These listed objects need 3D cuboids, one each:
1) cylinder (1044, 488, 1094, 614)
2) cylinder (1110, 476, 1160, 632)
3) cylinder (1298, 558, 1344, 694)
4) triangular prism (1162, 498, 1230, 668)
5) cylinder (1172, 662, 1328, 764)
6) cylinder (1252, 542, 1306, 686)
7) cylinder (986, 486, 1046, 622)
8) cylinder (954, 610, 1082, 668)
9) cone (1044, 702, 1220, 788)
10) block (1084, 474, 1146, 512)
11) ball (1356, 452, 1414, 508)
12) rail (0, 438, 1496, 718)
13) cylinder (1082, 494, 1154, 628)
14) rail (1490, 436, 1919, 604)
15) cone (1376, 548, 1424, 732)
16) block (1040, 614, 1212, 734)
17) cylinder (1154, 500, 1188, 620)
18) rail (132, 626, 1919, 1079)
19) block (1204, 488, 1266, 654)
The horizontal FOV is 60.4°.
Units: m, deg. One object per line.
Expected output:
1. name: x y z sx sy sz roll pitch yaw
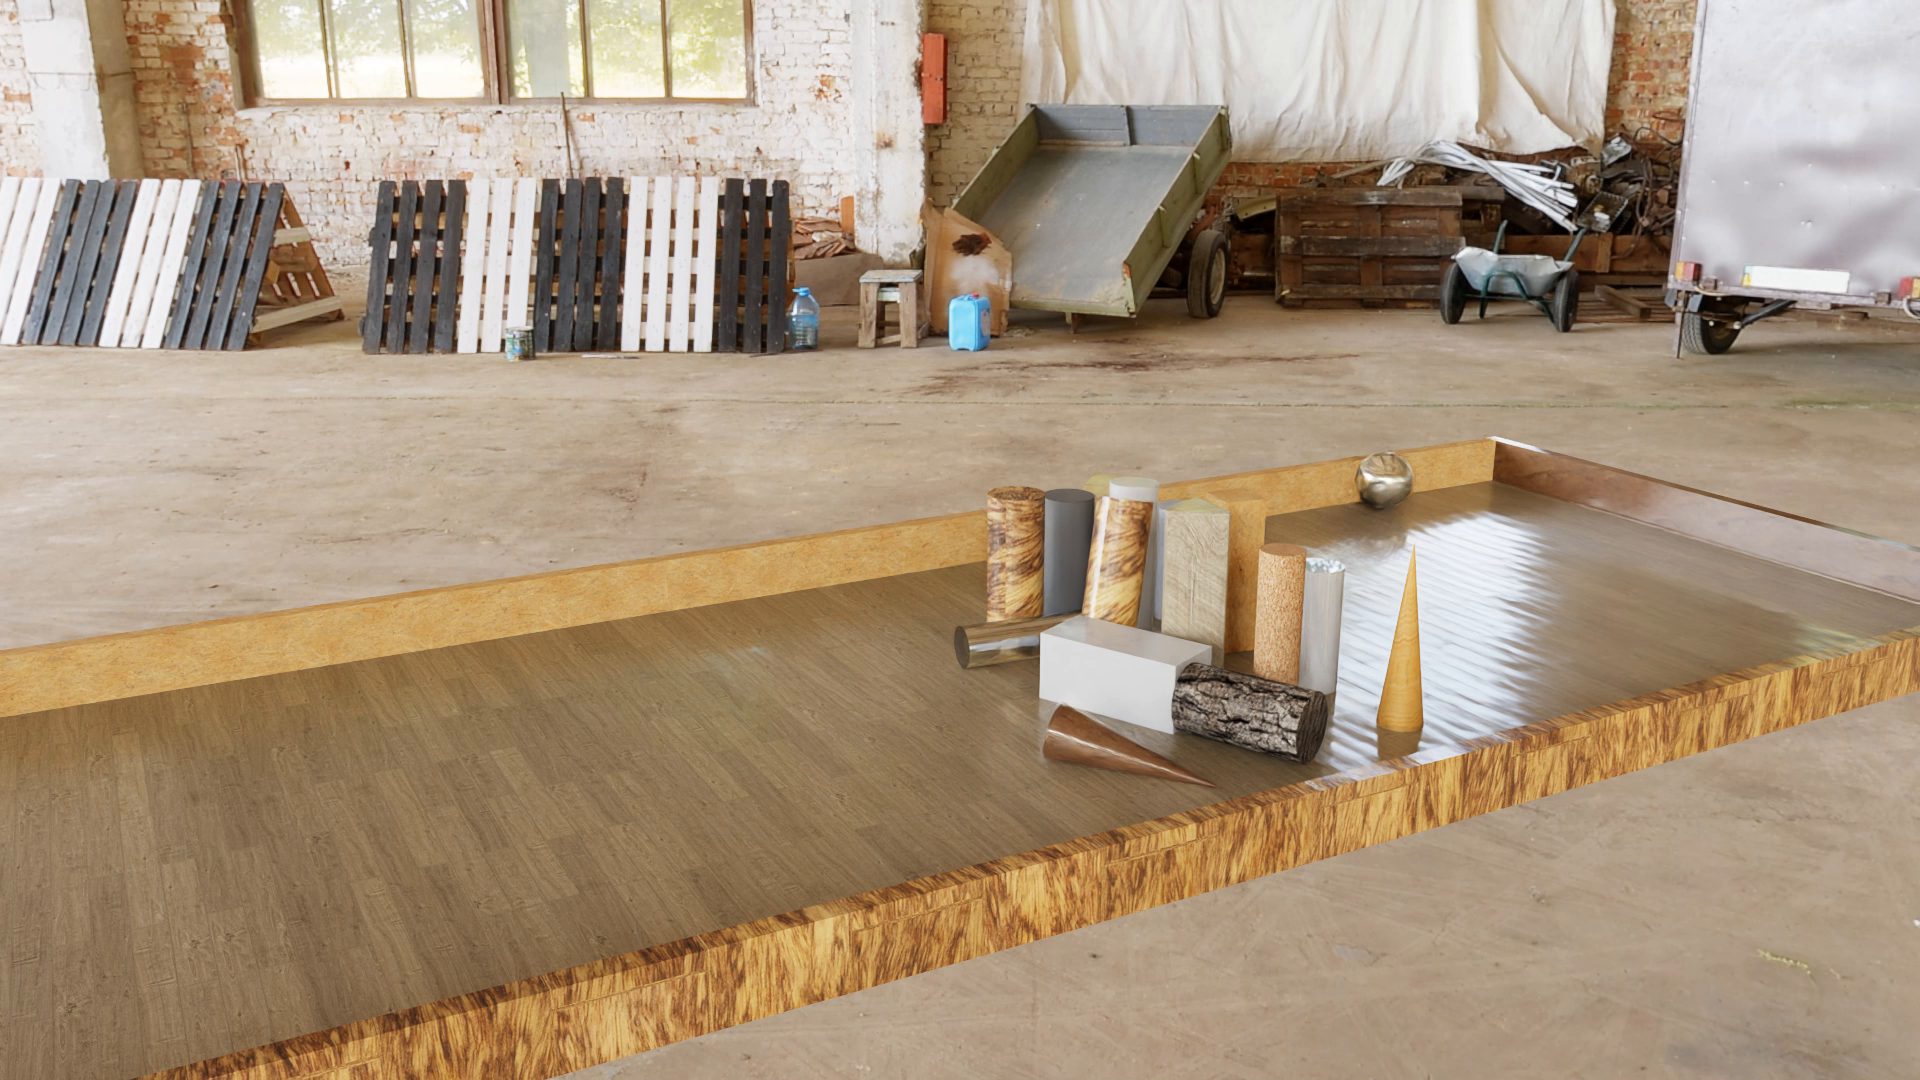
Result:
1. cylinder: 0.299 0.042 4.598 0.145 0.345 0.145 0 16 0
2. cylinder: 0.451 0.062 4.353 0.129 0.441 0.129 1 15 0
3. cylinder: 0.876 0.213 4.073 0.126 0.315 0.126 0 16 0
4. triangular prism: 0.581 0.131 4.104 0.153 0.455 0.133 1 16 5
5. cylinder: 0.654 0.390 3.736 0.309 0.165 0.165 12 20 34
6. cylinder: 0.742 0.224 3.846 0.106 0.422 0.106 0 16 0
7. cylinder: 0.147 0.075 4.372 0.152 0.410 0.152 0 16 0
8. cylinder: 0.178 0.255 4.290 0.372 0.110 0.110 -6 18 -21
9. cone: 0.388 0.479 3.610 0.395 0.130 0.130 17 22 21
10. block: 0.451 -0.017 4.842 0.152 0.322 0.152 5 17 17
11. ball: 1.471 -0.209 5.715 0.197 0.197 0.197 0 16 0
12. rail: -3.305 0.497 3.399 12.000 0.150 0.050 -9 18 -27
13. cylinder: 0.392 0.107 4.192 0.144 0.429 0.144 7 5 -1
14. rail: 2.466 -0.048 5.253 0.050 0.150 2.100 -9 18 -27
15. cone: 1.037 0.216 3.825 0.109 0.448 0.109 0 16 0
16. block: 0.395 0.319 3.971 0.376 0.169 0.169 12 20 36
17. cylinder: 0.608 0.058 4.594 0.130 0.318 0.130 0 16 0
18. rail: -2.336 1.006 1.665 12.000 0.150 0.050 -9 18 -27
19. block: 0.717 0.081 4.347 0.116 0.412 0.116 -6 17 -18
